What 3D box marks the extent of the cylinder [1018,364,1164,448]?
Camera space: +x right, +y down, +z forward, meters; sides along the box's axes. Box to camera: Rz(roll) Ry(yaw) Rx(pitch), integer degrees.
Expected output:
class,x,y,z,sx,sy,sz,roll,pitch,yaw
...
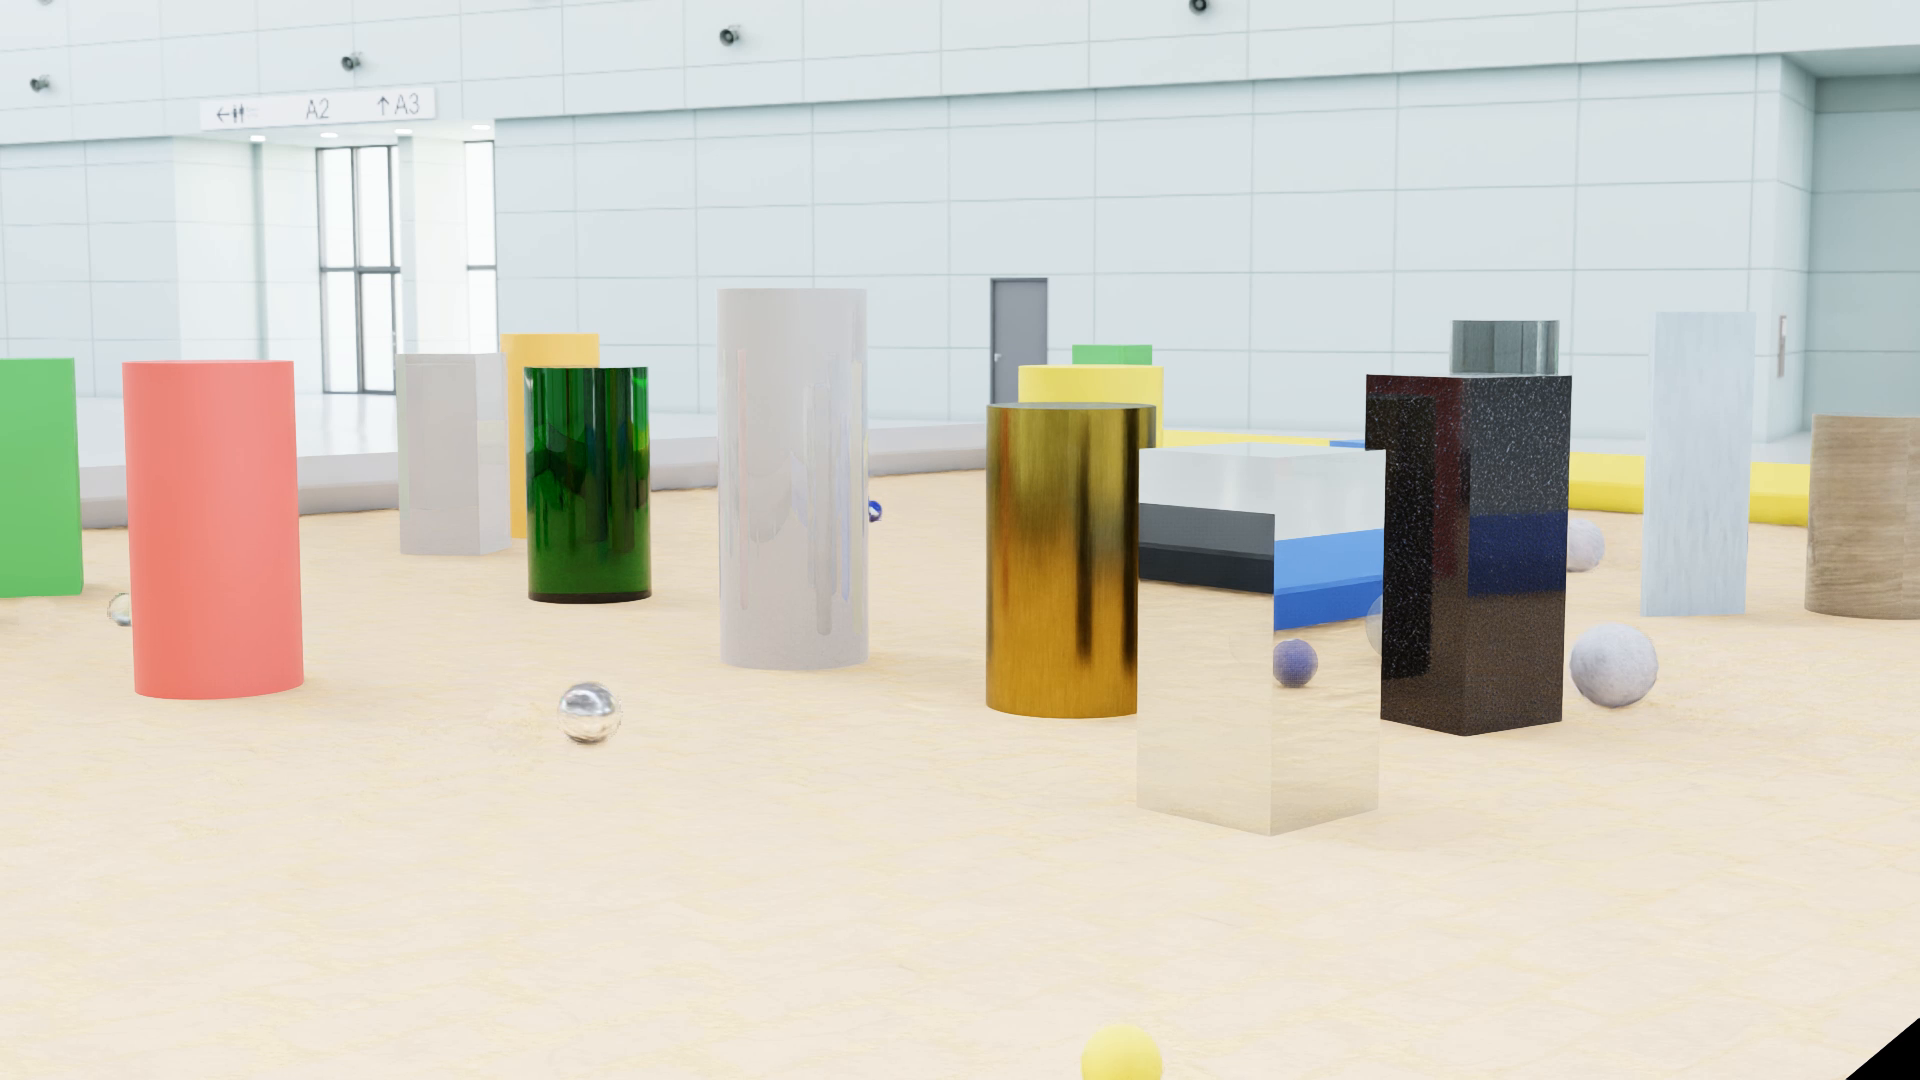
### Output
class,x,y,z,sx,sy,sz,roll,pitch,yaw
cylinder,0.172,-0.045,2.908,0.190,0.368,0.190,0,6,0

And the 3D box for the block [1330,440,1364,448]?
class,x,y,z,sx,sy,sz,roll,pitch,yaw
block,0.564,0.018,2.729,0.152,0.280,0.152,-4,7,-30

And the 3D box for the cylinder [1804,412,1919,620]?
class,x,y,z,sx,sy,sz,roll,pitch,yaw
cylinder,1.347,-0.039,3.229,0.190,0.290,0.190,0,6,0

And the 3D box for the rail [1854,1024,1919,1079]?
class,x,y,z,sx,sy,sz,roll,pitch,yaw
rail,1.353,0.186,1.874,4.160,0.124,0.045,-6,8,-42

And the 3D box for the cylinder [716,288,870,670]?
class,x,y,z,sx,sy,sz,roll,pitch,yaw
cylinder,-0.211,-0.082,2.781,0.190,0.468,0.190,0,6,0

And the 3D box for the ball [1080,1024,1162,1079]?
class,x,y,z,sx,sy,sz,roll,pitch,yaw
ball,0.090,0.294,1.230,0.046,0.046,0.046,0,6,0

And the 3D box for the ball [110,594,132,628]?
class,x,y,z,sx,sy,sz,roll,pitch,yaw
ball,-1.164,0.099,3.074,0.047,0.047,0.047,0,6,0

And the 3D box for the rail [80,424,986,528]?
class,x,y,z,sx,sy,sz,roll,pitch,yaw
rail,-1.353,-0.122,4.790,4.160,0.124,0.045,-6,8,-42

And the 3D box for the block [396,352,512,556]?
class,x,y,z,sx,sy,sz,roll,pitch,yaw
block,-0.928,-0.161,4.034,0.152,0.363,0.152,1,6,10

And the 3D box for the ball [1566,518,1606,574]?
class,x,y,z,sx,sy,sz,roll,pitch,yaw
ball,1.037,0.009,3.701,0.094,0.094,0.094,0,6,0

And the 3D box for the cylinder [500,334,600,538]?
class,x,y,z,sx,sy,sz,roll,pitch,yaw
cylinder,-0.803,-0.208,4.323,0.190,0.395,0.190,0,6,0

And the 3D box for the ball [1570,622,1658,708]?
class,x,y,z,sx,sy,sz,roll,pitch,yaw
ball,0.730,0.140,2.457,0.095,0.095,0.095,0,6,0

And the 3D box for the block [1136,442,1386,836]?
class,x,y,z,sx,sy,sz,roll,pitch,yaw
block,0.265,0.080,1.947,0.152,0.321,0.152,-6,8,-43

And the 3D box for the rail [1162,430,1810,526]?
class,x,y,z,sx,sy,sz,roll,pitch,yaw
rail,1.511,-0.114,4.719,0.045,0.124,4.038,-6,8,-42

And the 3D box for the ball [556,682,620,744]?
class,x,y,z,sx,sy,sz,roll,pitch,yaw
ball,-0.381,0.177,2.254,0.064,0.064,0.064,0,6,0

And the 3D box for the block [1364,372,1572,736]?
class,x,y,z,sx,sy,sz,roll,pitch,yaw
block,0.545,0.008,2.377,0.152,0.373,0.152,-4,7,-34

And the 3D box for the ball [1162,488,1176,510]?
class,x,y,z,sx,sy,sz,roll,pitch,yaw
ball,0.452,-0.091,4.863,0.049,0.049,0.049,0,6,0

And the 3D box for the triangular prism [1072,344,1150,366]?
class,x,y,z,sx,sy,sz,roll,pitch,yaw
triangular prism,0.340,-0.222,4.584,0.143,0.368,0.165,-4,7,-33

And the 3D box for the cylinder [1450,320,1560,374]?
class,x,y,z,sx,sy,sz,roll,pitch,yaw
cylinder,0.970,-0.181,3.936,0.190,0.423,0.190,0,6,0

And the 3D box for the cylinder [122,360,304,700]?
class,x,y,z,sx,sy,sz,roll,pitch,yaw
cylinder,-0.876,-0.018,2.582,0.190,0.382,0.190,0,6,0

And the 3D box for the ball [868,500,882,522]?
class,x,y,z,sx,sy,sz,roll,pitch,yaw
ball,-0.184,-0.060,4.588,0.046,0.046,0.046,0,6,0

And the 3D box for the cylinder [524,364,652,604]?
class,x,y,z,sx,sy,sz,roll,pitch,yaw
cylinder,-0.573,-0.090,3.392,0.190,0.355,0.190,0,6,0

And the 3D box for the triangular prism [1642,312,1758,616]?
class,x,y,z,sx,sy,sz,roll,pitch,yaw
triangular prism,1.054,-0.116,3.246,0.165,0.439,0.143,-1,6,-12

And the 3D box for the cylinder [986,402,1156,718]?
class,x,y,z,sx,sy,sz,roll,pitch,yaw
cylinder,0.124,0.017,2.468,0.190,0.337,0.190,0,6,0

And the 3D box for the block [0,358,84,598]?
class,x,y,z,sx,sy,sz,roll,pitch,yaw
block,-1.467,-0.101,3.452,0.152,0.366,0.152,-2,6,-20
